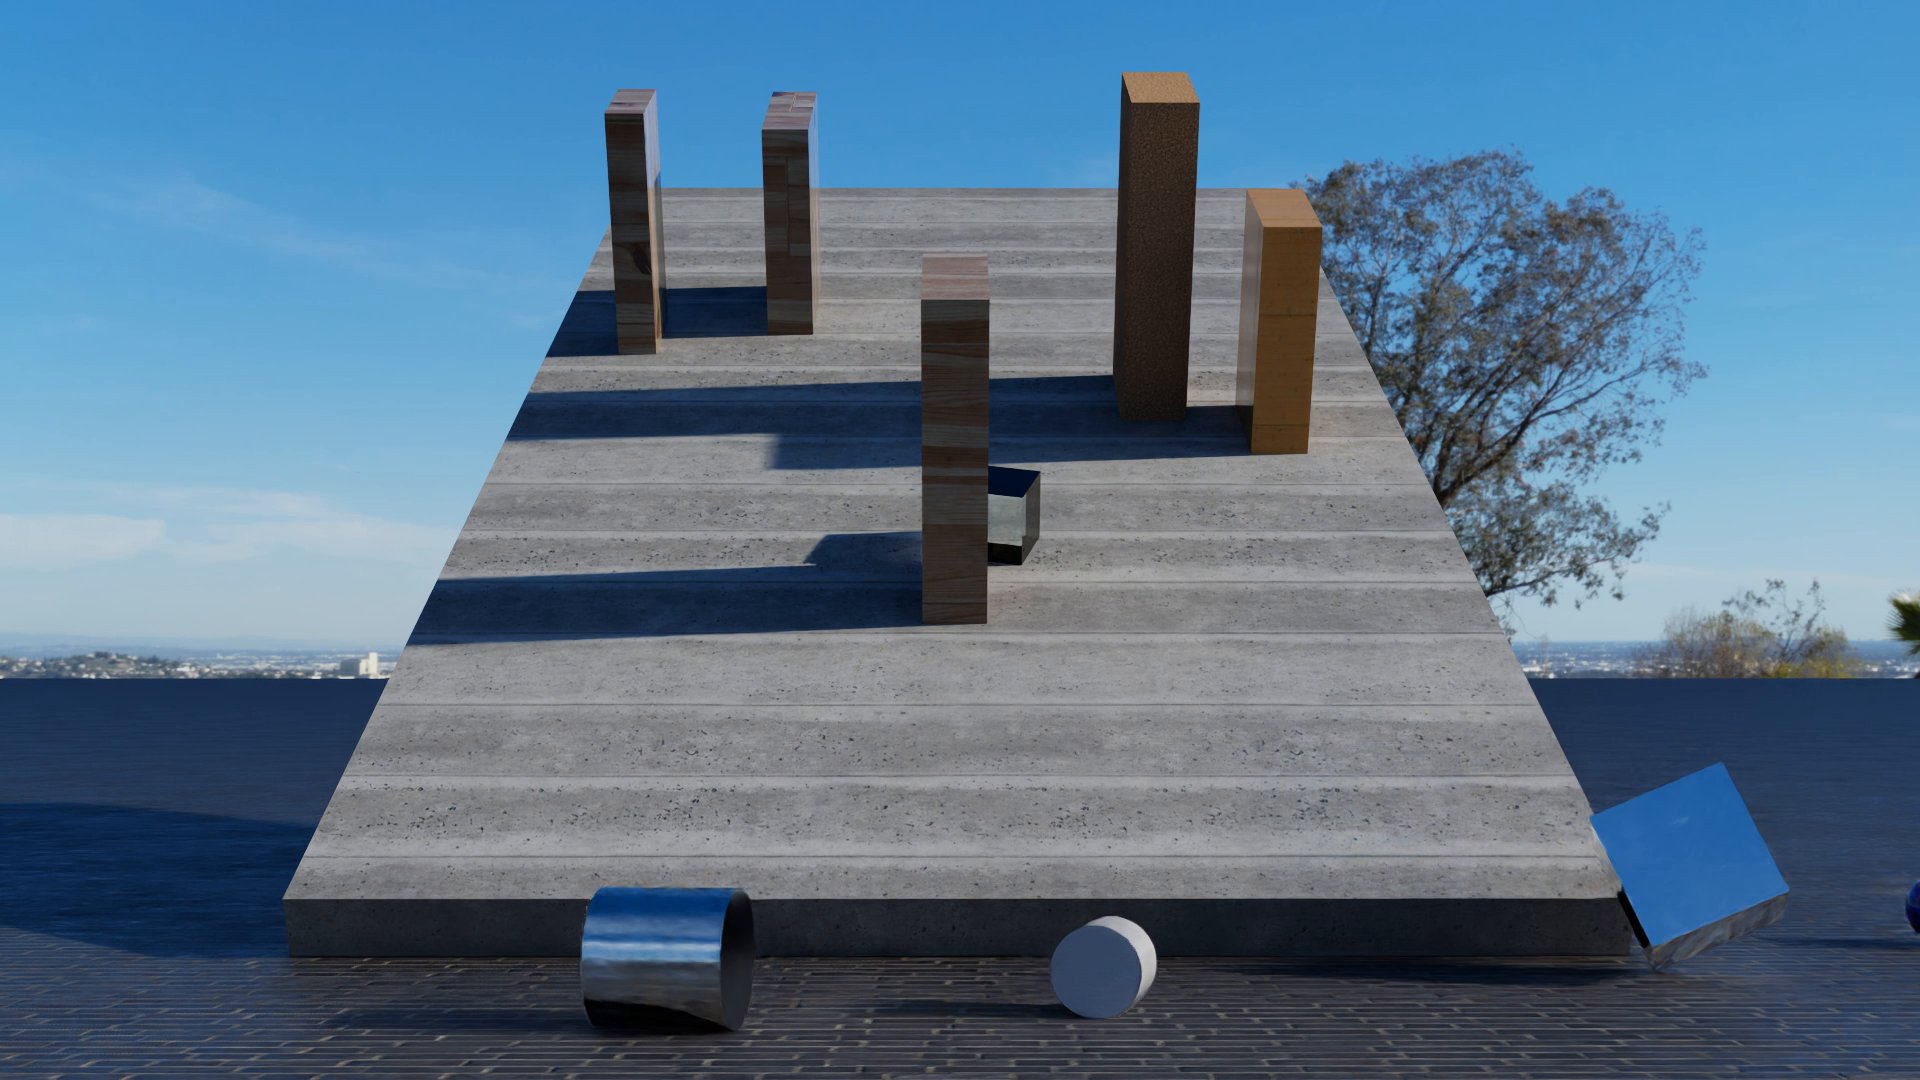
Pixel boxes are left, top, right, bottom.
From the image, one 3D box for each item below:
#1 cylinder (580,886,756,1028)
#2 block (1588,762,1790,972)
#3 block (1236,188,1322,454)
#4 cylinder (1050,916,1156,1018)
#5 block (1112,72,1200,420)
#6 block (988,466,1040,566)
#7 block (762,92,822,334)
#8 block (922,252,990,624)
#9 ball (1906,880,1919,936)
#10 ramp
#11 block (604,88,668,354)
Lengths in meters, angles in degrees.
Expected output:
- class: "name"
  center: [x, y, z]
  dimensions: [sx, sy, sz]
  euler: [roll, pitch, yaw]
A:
- class: "cylinder"
  center: [-0.347, 0.498, 2.773]
  dimensions: [0.167, 0.167, 0.167]
  euler: [-1, -3, 9]
- class: "block"
  center: [1.011, 0.456, 3.227]
  dimensions: [0.194, 0.194, 0.194]
  euler: [-24, -25, 7]
- class: "block"
  center: [0.697, -0.484, 5.109]
  dimensions: [0.124, 0.511, 0.306]
  euler: [0, 24, 0]
- class: "cylinder"
  center: [0.180, 0.532, 2.894]
  dimensions: [0.114, 0.114, 0.114]
  euler: [-1, -3, 14]
- class: "block"
  center: [0.439, -0.665, 5.253]
  dimensions: [0.147, 0.726, 0.305]
  euler: [0, 24, 0]
- class: "block"
  center: [0.071, -0.051, 4.578]
  dimensions: [0.143, 0.143, 0.143]
  euler: [7, 24, 14]
- class: "block"
  center: [-0.424, -0.834, 5.889]
  dimensions: [0.113, 0.520, 0.406]
  euler: [0, 24, 0]
- class: "block"
  center: [-0.009, -0.188, 4.289]
  dimensions: [0.119, 0.625, 0.282]
  euler: [0, 24, 0]
- class: "ball"
  center: [1.528, 0.573, 3.603]
  dimensions: [0.113, 0.113, 0.113]
  euler: [0, -3, 0]
- class: "ramp"
  center: [-0.008, -0.227, 5.281]
  dimensions: [2.000, 0.100, 4.000]
  euler: [0, 24, 0]
- class: "block"
  center: [-0.787, -0.777, 5.667]
  dimensions: [0.092, 0.594, 0.258]
  euler: [0, 24, 0]
